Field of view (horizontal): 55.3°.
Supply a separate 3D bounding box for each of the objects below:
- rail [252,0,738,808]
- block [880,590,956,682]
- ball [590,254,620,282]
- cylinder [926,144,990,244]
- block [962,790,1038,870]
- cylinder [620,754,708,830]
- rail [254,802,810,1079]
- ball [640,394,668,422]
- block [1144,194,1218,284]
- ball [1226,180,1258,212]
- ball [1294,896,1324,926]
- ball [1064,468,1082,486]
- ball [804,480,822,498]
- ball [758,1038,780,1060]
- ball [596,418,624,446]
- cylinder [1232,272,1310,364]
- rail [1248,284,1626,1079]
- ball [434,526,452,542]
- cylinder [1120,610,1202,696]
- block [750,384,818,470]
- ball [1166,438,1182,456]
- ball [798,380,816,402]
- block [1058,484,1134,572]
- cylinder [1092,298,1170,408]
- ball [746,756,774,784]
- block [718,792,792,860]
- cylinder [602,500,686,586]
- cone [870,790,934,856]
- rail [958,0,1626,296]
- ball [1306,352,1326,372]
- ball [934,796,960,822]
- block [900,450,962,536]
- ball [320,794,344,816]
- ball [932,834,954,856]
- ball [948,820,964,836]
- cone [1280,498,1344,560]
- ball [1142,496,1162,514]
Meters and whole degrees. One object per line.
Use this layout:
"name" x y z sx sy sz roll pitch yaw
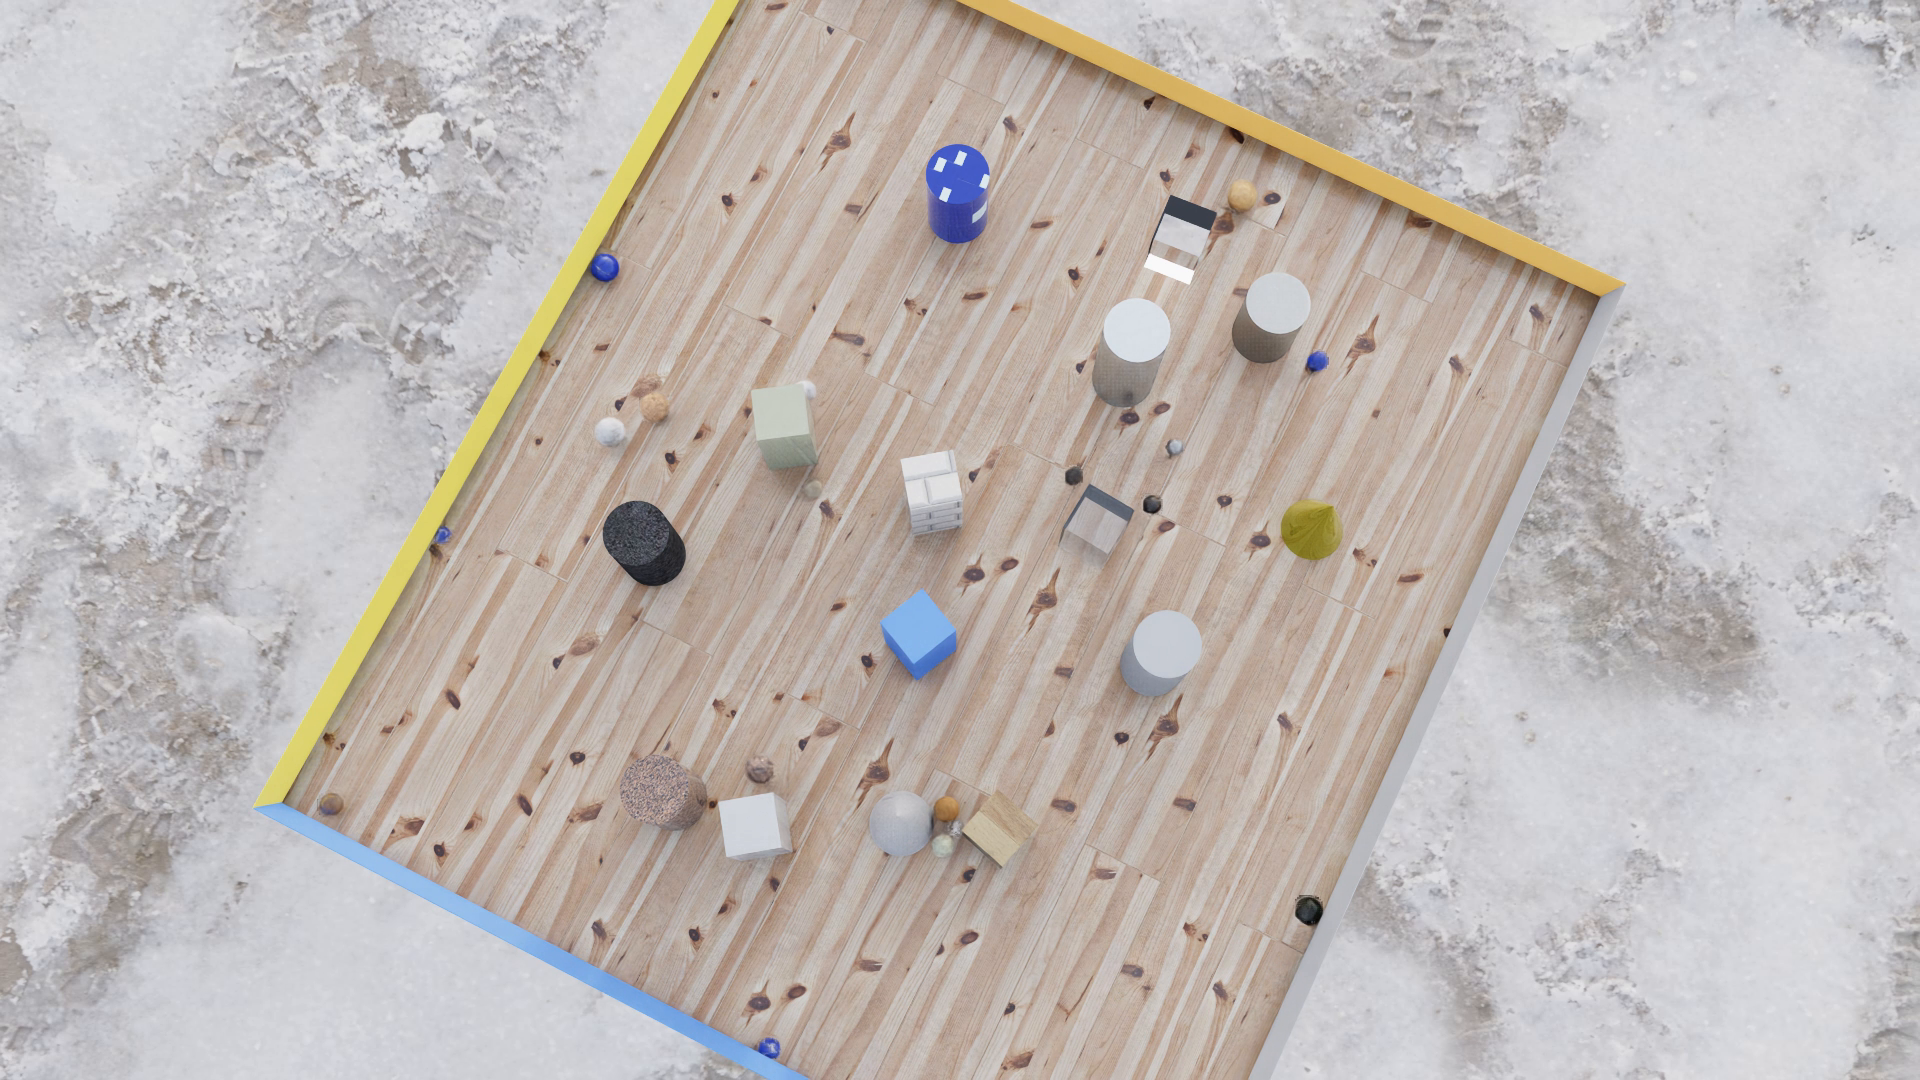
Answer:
"rail" -1.305 -0.632 5.683 0.045 0.125 3.277 26 80 5
"block" -0.118 0.281 5.364 0.154 0.380 0.154 -38 81 -7
"ball" -1.114 -0.854 5.748 0.089 0.089 0.089 0 78 0
"cylinder" -0.007 -1.067 5.670 0.192 0.328 0.192 0 78 0
"block" 0.113 0.839 5.302 0.154 0.275 0.154 41 81 8
"cylinder" -0.848 0.731 5.271 0.192 0.380 0.192 0 78 0
"rail" -0.722 1.421 5.258 2.965 0.125 0.045 26 80 5
"ball" -0.943 -0.410 5.657 0.086 0.086 0.086 0 78 0
"block" 0.683 -0.930 5.683 0.154 0.246 0.154 22 79 4
"ball" 0.891 -1.087 5.792 0.096 0.096 0.096 0 78 0
"ball" 1.018 1.083 5.351 0.082 0.082 0.082 0 78 0
"ball" 0.347 -0.194 5.629 0.054 0.054 0.054 0 78 0
"ball" -0.451 -0.157 5.619 0.058 0.058 0.058 0 78 0
"ball" -0.549 1.466 5.280 0.064 0.064 0.064 0 78 0
"ball" -1.076 -0.334 5.641 0.087 0.087 0.087 0 78 0
"cylinder" 0.949 -0.676 5.604 0.192 0.299 0.192 0 78 0
"rail" 1.305 0.646 5.418 0.045 0.125 3.277 26 80 5
"ball" -1.580 -0.018 5.593 0.053 0.053 0.053 0 78 0
"cylinder" 0.580 0.334 5.330 0.192 0.426 0.192 0 78 0
"block" -0.523 -0.337 5.503 0.154 0.358 0.154 -8 78 -2
"ball" 0.661 -0.286 5.649 0.052 0.052 0.052 0 78 0
"ball" -0.481 -0.461 5.677 0.068 0.068 0.068 0 78 0
"block" 0.405 -0.035 5.484 0.154 0.273 0.154 31 80 6
"cylinder" 0.508 -0.554 5.488 0.192 0.475 0.192 0 78 0
"ball" -0.591 0.681 5.434 0.081 0.081 0.081 0 78 0
"block" -0.583 0.826 5.260 0.154 0.363 0.154 -10 78 -2
"cylinder" -0.935 0.013 5.445 0.192 0.331 0.192 0 78 0
"cone" -0.174 0.801 5.243 0.192 0.407 0.192 0 78 0
"rail" 0.722 -1.408 5.843 2.965 0.125 0.045 26 80 5
"ball" 1.109 -0.554 5.700 0.061 0.061 0.061 0 78 0
"ball" -0.040 0.795 5.413 0.076 0.076 0.076 0 78 0
"block" -0.082 -0.137 5.463 0.154 0.357 0.154 -11 79 -2
"ball" -1.859 0.783 5.420 0.068 0.068 0.068 0 78 0
"ball" -0.050 0.899 5.397 0.066 0.066 0.066 0 78 0
"ball" -0.012 0.852 5.415 0.049 0.049 0.049 0 78 0
"cone" 1.081 -0.066 5.465 0.192 0.324 0.192 0 78 0
"ball" 0.588 -0.107 5.609 0.058 0.058 0.058 0 78 0
